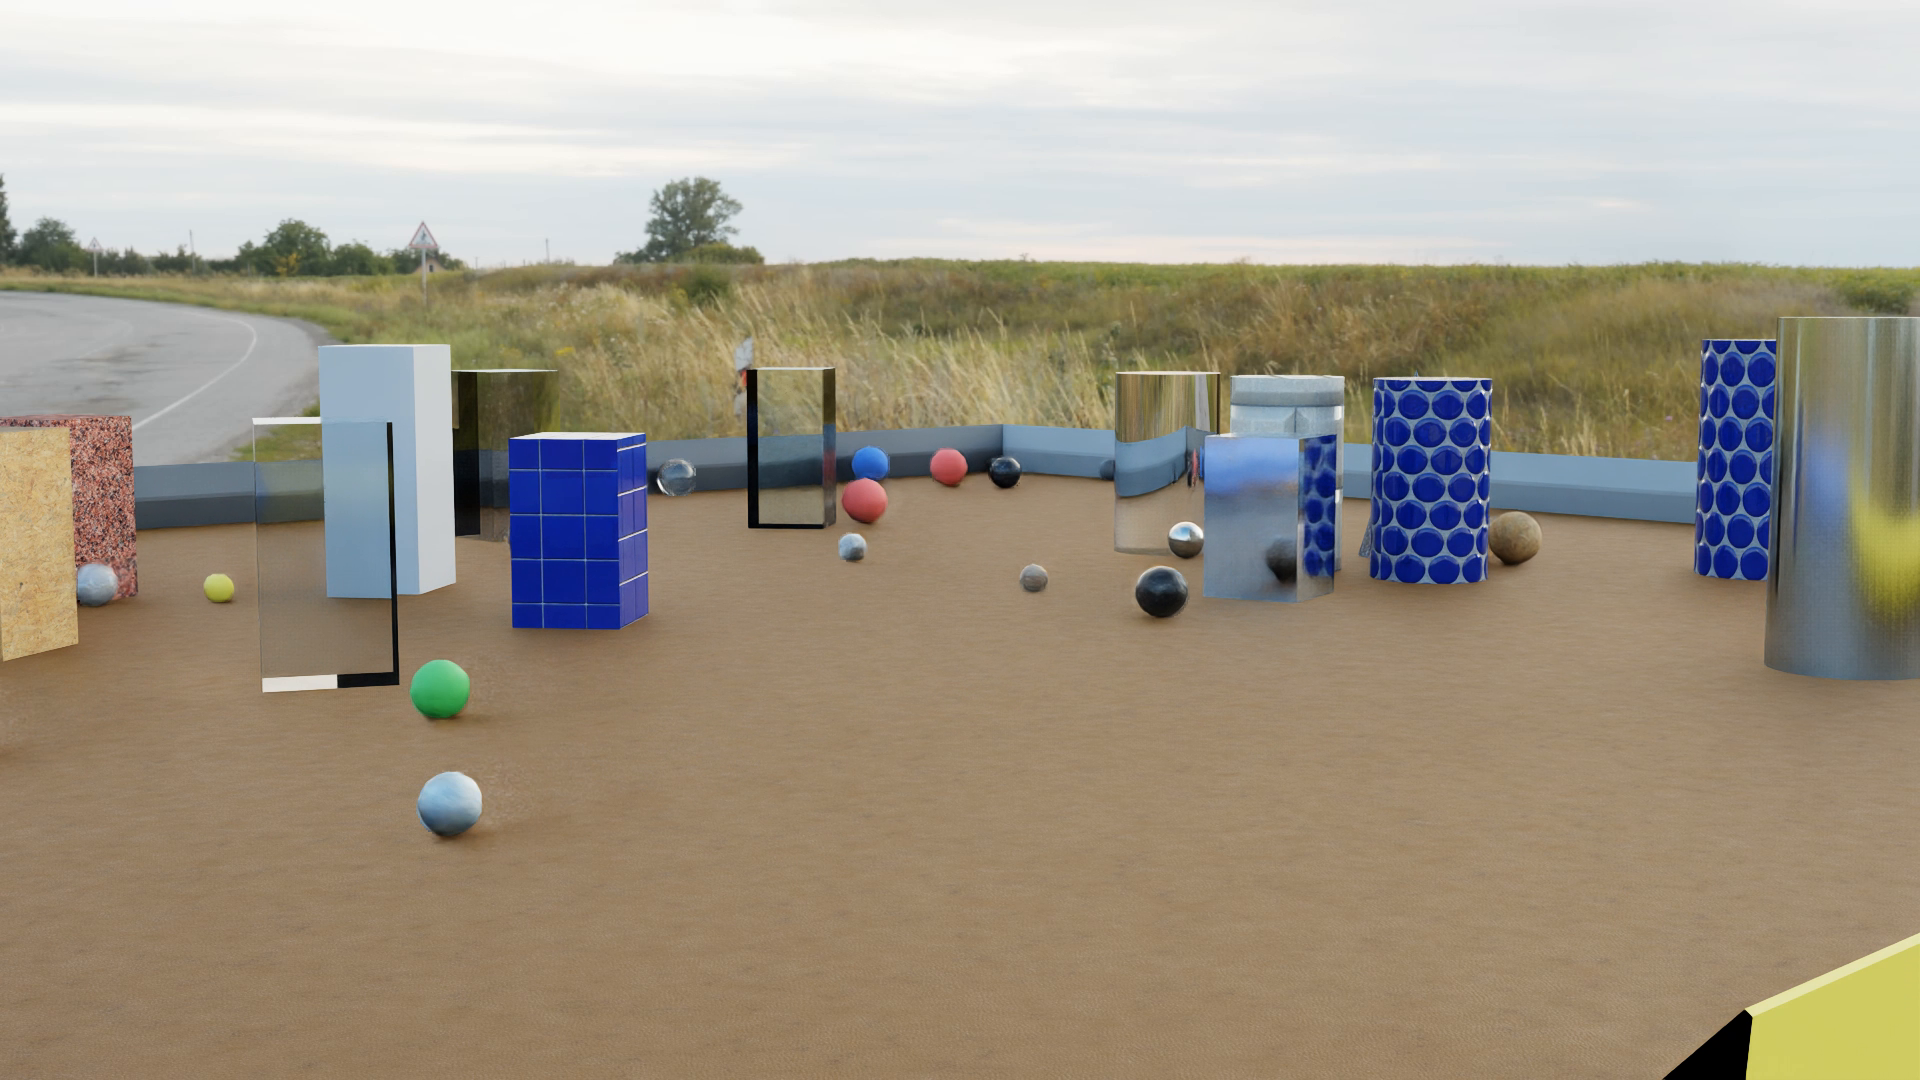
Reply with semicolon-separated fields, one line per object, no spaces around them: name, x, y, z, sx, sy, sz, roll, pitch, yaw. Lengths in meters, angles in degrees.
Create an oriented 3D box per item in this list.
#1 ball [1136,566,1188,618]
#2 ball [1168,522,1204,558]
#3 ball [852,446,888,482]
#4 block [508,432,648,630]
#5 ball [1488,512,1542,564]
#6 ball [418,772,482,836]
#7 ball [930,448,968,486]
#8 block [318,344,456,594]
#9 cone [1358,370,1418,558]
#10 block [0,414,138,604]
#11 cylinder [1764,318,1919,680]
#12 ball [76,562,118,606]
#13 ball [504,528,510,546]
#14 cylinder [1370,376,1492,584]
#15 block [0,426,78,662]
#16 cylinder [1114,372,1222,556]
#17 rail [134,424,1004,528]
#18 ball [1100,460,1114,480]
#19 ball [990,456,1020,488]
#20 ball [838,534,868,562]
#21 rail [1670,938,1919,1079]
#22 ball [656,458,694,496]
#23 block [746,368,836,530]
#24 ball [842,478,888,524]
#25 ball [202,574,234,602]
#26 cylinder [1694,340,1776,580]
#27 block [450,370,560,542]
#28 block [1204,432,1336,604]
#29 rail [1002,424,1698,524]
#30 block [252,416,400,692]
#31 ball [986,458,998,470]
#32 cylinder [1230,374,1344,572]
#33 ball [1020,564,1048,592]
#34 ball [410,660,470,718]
ball;0.292;0.075;3.184;0.075;0.075;0.075;0;6;0
ball;0.406;0.000;3.945;0.065;0.065;0.065;0;6;0
ball;-0.232;-0.194;5.655;0.093;0.093;0.093;0;6;0
block;-0.542;-0.016;3.139;0.155;0.265;0.155;1;6;7
ball;0.972;-0.004;3.852;0.092;0.092;0.092;0;6;0
ball;-0.433;0.224;1.867;0.054;0.054;0.054;0;6;0
ball;-0.029;-0.184;5.563;0.094;0.094;0.094;0;6;0
block;-0.912;-0.116;3.510;0.155;0.387;0.155;1;6;8
cone;0.821;-0.140;3.971;0.194;0.338;0.194;0;6;0
block;-1.385;-0.049;3.380;0.155;0.280;0.155;3;7;25
cylinder;1.105;-0.057;2.720;0.194;0.434;0.194;0;6;0
ball;-1.302;0.067;3.310;0.065;0.065;0.065;0;6;0
ball;-0.827;-0.004;4.097;0.042;0.042;0.042;0;6;0
cylinder;0.782;-0.103;3.656;0.194;0.330;0.194;0;6;0
block;-1.272;0.001;2.868;0.155;0.289;0.155;1;6;13
cylinder;0.382;-0.144;4.057;0.194;0.328;0.194;0;6;0
rail;-1.315;-0.116;4.750;3.949;0.126;0.045;-6;8;-42
ball;0.392;-0.182;5.726;0.054;0.054;0.054;0;6;0
ball;0.113;-0.169;5.489;0.078;0.078;0.078;0;6;0
ball;-0.189;0.013;3.888;0.050;0.050;0.050;0;6;0
rail;1.315;0.182;1.914;3.949;0.126;0.045;-6;8;-42
ball;-0.679;-0.149;5.249;0.090;0.090;0.090;0;6;0
block;-0.346;-0.192;4.533;0.155;0.323;0.155;1;6;7
ball;-0.199;-0.082;4.588;0.093;0.093;0.093;0;6;0
ball;-1.131;0.073;3.352;0.044;0.044;0.044;0;6;0
cylinder;1.341;-0.139;3.694;0.194;0.393;0.194;0;6;0
block;-0.890;-0.168;4.301;0.155;0.325;0.155;-6;8;-44
block;0.484;-0.039;3.433;0.155;0.250;0.155;4;7;31
rail;1.434;-0.105;4.648;0.045;0.126;3.926;-6;8;-42
block;-0.764;0.012;2.646;0.155;0.313;0.155;-2;6;-18
ball;0.092;-0.205;6.020;0.040;0.040;0.040;0;6;0
cylinder;0.560;-0.116;3.781;0.194;0.330;0.194;0;6;0
ball;0.116;0.061;3.468;0.044;0.044;0.044;0;6;0
ball;-0.567;0.162;2.402;0.064;0.064;0.064;0;6;0
